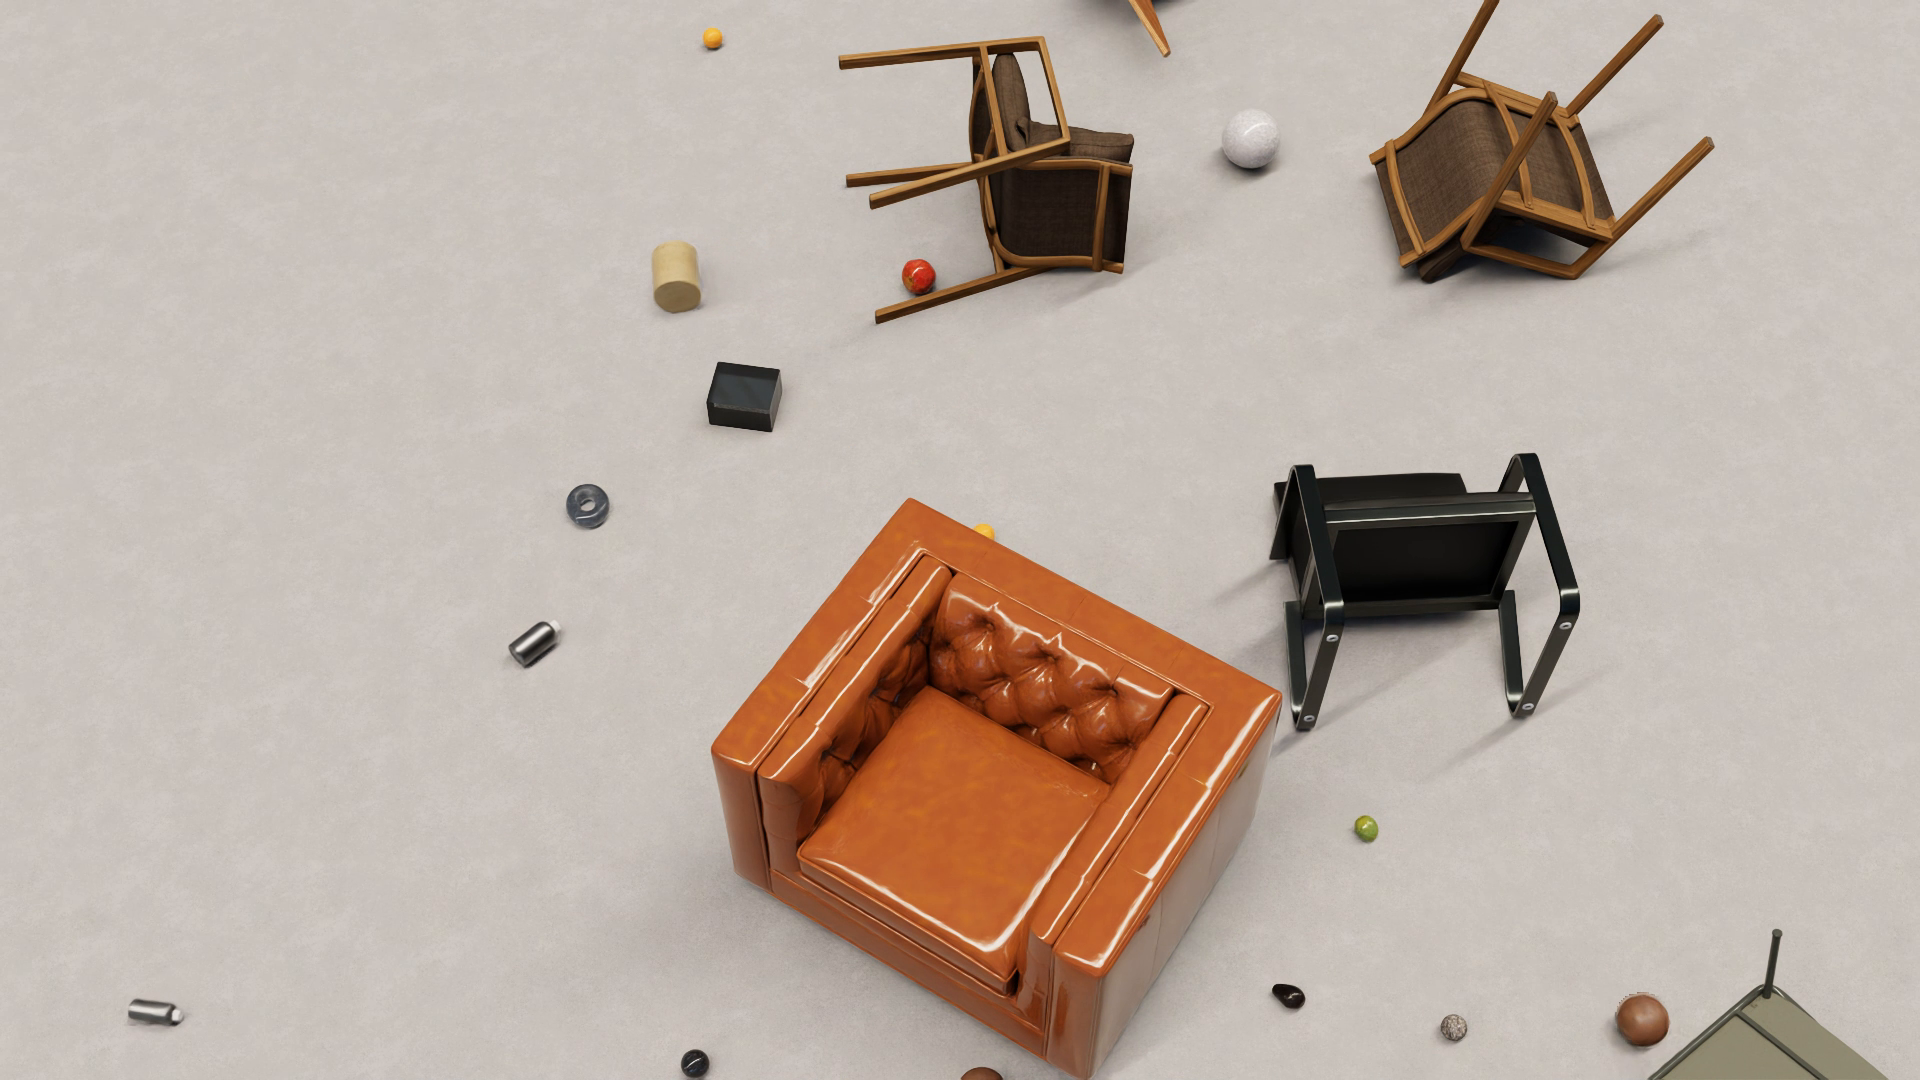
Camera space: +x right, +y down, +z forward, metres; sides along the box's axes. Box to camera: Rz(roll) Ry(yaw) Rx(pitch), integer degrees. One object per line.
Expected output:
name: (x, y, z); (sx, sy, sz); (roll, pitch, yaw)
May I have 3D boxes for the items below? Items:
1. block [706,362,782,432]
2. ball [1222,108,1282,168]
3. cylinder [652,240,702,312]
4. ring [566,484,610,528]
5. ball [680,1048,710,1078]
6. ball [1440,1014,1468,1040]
block: (-0.666, -0.443, 6.802); (0.197, 0.114, 0.161); (8, 56, 5)
ball: (0.974, -1.343, 7.356); (0.198, 0.198, 0.198); (0, 56, 0)
cylinder: (-0.909, -0.846, 7.050); (0.147, 0.153, 0.170); (-12, 56, 5)
ring: (-1.120, -0.104, 6.614); (0.133, 0.050, 0.150); (-15, 58, -8)
ball: (-0.678, 1.341, 5.629); (0.075, 0.075, 0.075); (0, 56, 0)
ball: (1.278, 1.261, 5.687); (0.067, 0.067, 0.067); (0, 56, 0)
